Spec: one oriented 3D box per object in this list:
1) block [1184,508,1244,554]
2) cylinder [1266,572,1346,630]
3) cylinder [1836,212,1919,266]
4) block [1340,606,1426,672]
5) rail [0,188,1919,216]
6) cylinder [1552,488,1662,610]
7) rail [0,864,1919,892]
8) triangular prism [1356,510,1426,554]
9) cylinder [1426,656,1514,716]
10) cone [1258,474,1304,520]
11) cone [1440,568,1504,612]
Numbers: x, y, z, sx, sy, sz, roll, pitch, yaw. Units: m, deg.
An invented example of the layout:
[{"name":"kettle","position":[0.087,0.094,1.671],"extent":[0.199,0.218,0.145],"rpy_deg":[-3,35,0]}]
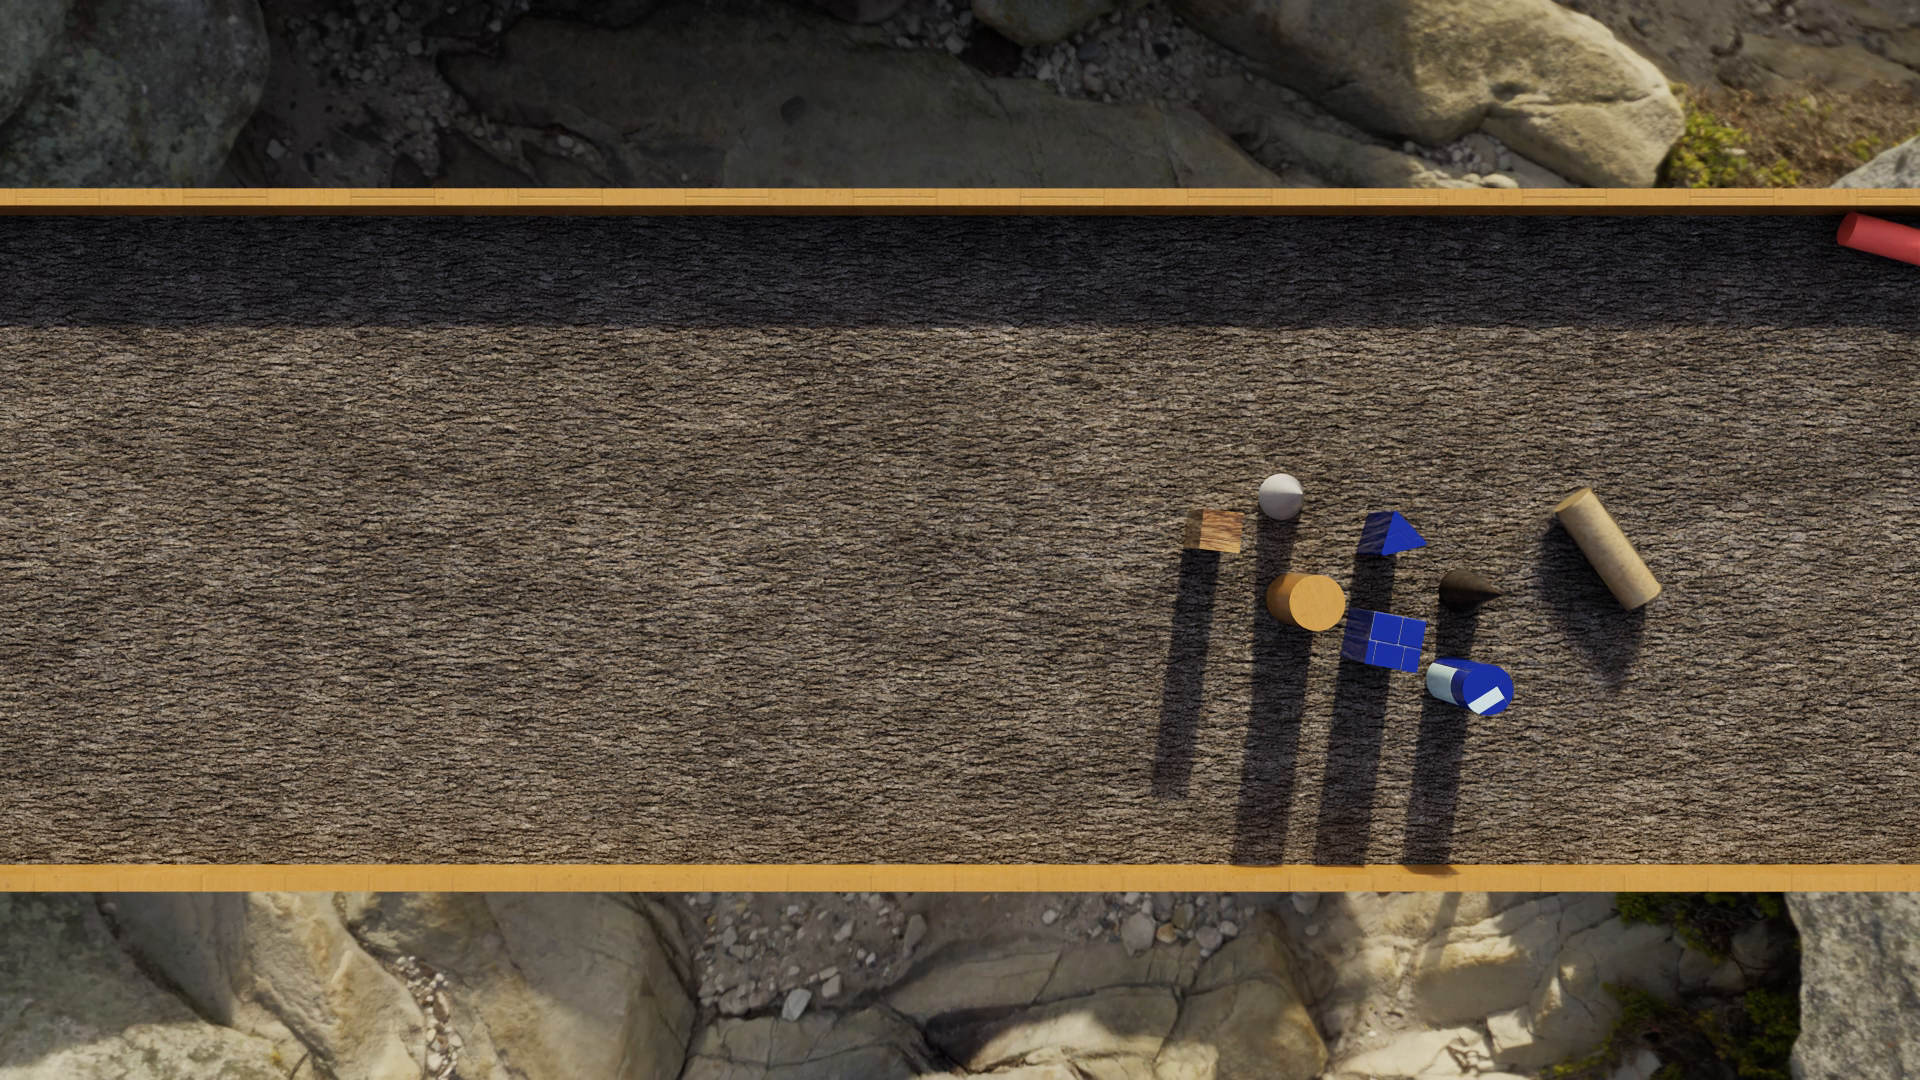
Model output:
[{"name":"block","position":[0.752,-0.026,4.910],"extent":[0.116,0.334,0.116],"rpy_deg":[7,90,0]},{"name":"cylinder","position":[1.021,0.180,4.894],"extent":[0.160,0.365,0.160],"rpy_deg":[0,90,0]},{"name":"cylinder","position":[2.850,-0.910,5.024],"extent":[0.308,0.104,0.104],"rpy_deg":[15,90,0]},{"name":"block","position":[1.259,0.295,4.922],"extent":[0.154,0.309,0.154],"rpy_deg":[11,90,0]},{"name":"rail","position":[-2.247,-1.025,5.002],"extent":[12.000,0.150,0.050],"rpy_deg":[0,90,0]},{"name":"cylinder","position":[1.966,0.028,5.013],"extent":[0.126,0.126,0.369],"rpy_deg":[-36,90,0]},{"name":"rail","position":[-2.247,1.025,5.001],"extent":[12.000,0.150,0.050],"rpy_deg":[0,90,0]},{"name":"triangular prism","position":[1.272,-0.029,4.922],"extent":[0.132,0.309,0.114],"rpy_deg":[-13,90,0]},{"name":"cylinder","position":[1.506,0.428,4.890],"extent":[0.145,0.372,0.145],"rpy_deg":[0,90,0]},{"name":"cone","position":[0.990,-0.133,4.920],"extent":[0.143,0.313,0.143],"rpy_deg":[0,90,0]},{"name":"cone","position":[1.542,0.156,4.876],"extent":[0.136,0.401,0.136],"rpy_deg":[0,90,0]}]
